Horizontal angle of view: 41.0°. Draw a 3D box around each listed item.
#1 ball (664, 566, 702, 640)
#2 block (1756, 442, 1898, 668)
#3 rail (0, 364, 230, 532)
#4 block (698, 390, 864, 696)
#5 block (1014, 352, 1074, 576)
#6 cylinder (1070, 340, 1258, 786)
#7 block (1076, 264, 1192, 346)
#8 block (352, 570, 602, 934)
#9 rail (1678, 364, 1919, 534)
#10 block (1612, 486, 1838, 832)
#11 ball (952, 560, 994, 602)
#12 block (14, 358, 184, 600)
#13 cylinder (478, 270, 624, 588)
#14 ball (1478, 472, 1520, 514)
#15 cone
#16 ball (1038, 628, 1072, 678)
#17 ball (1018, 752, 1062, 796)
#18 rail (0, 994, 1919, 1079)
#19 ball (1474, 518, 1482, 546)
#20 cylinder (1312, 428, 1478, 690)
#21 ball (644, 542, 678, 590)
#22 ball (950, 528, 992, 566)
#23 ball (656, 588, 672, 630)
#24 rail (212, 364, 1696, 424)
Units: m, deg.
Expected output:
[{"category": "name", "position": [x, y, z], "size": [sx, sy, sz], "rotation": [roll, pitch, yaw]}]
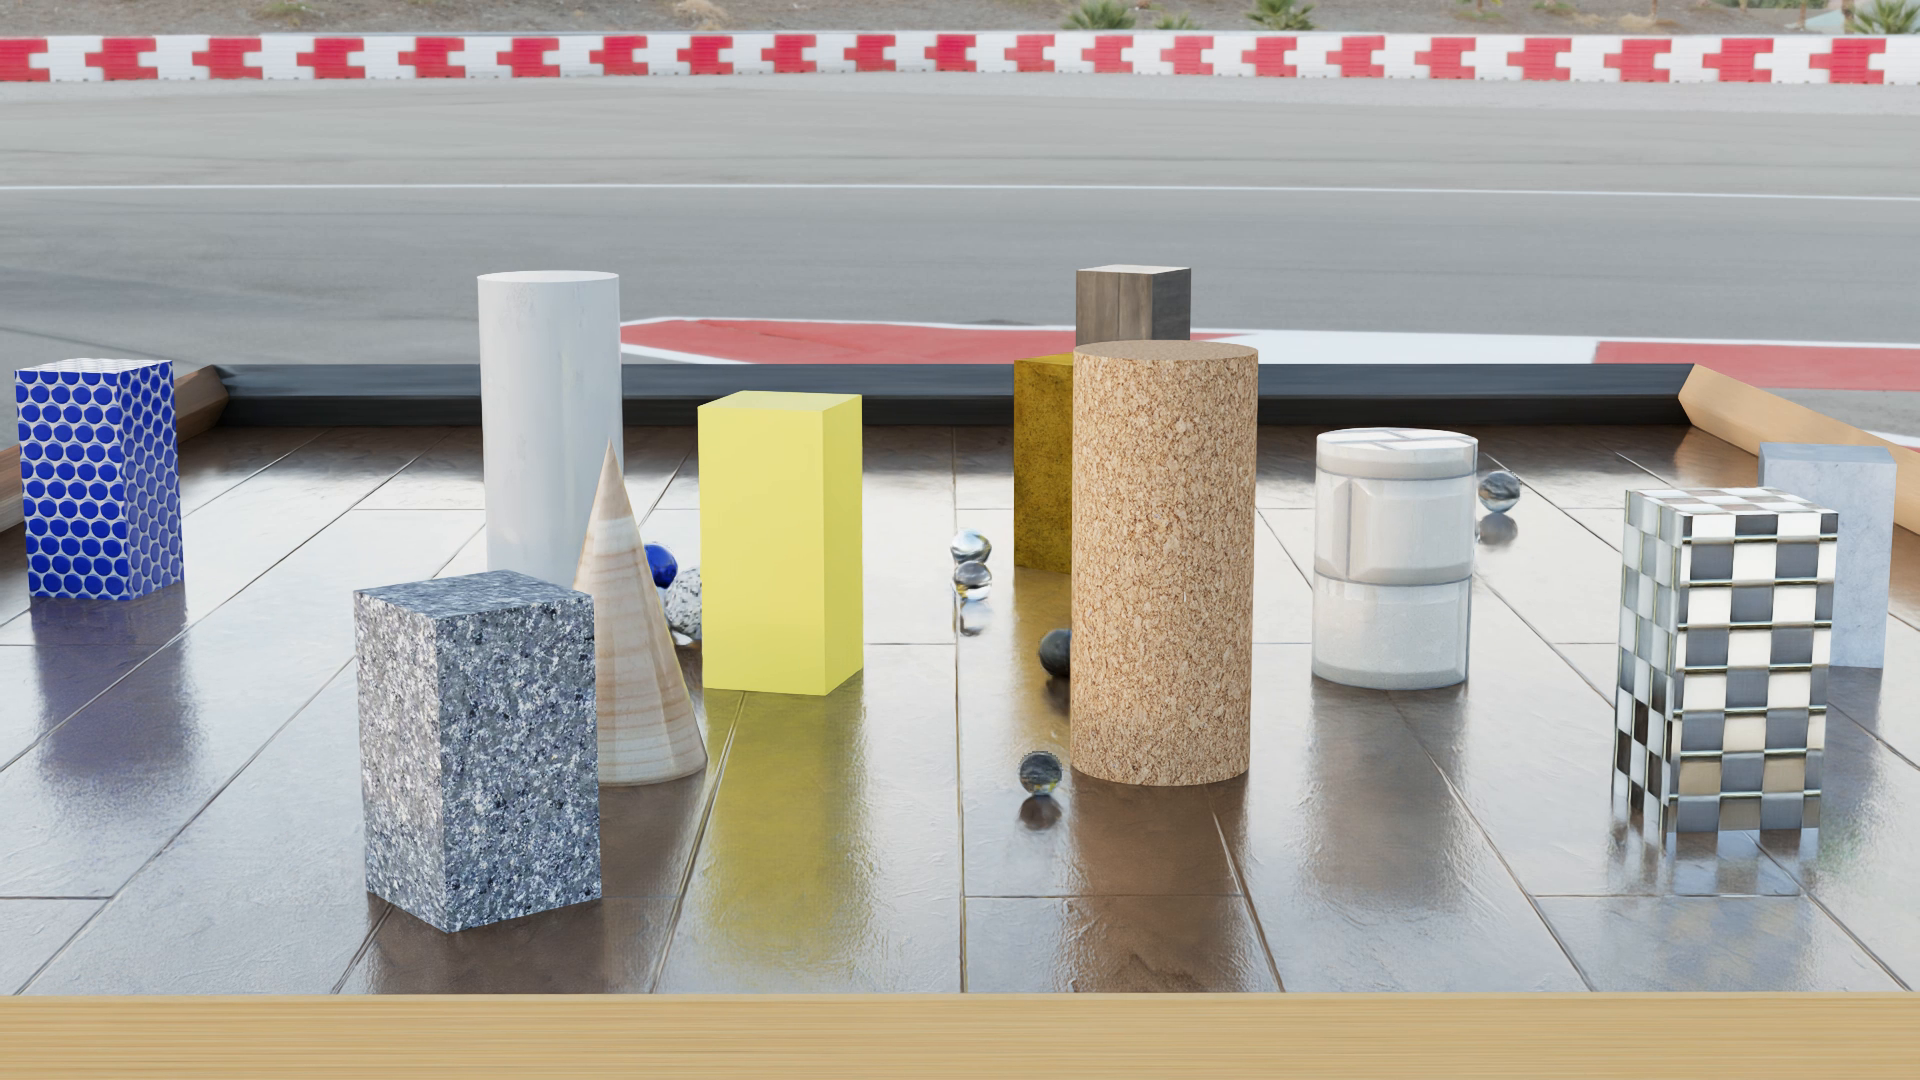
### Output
[{"category": "ball", "position": [-0.329, 0.080, 3.272], "size": [0.095, 0.095, 0.095], "rotation": [0, 11, 0]}, {"category": "block", "position": [1.070, 0.016, 3.191], "size": [0.151, 0.251, 0.151], "rotation": [3, 11, 14]}, {"category": "rail", "position": [-1.480, 0.033, 3.441], "size": [0.045, 0.123, 3.576], "rotation": [0, 11, 0]}, {"category": "block", "position": [-0.210, 0.000, 3.048], "size": [0.151, 0.334, 0.151], "rotation": [3, 11, 15]}, {"category": "block", "position": [0.185, -0.113, 3.739], "size": [0.151, 0.302, 0.151], "rotation": [9, 14, 40]}, {"category": "cylinder", "position": [0.211, 0.019, 2.668], "size": [0.189, 0.436, 0.189], "rotation": [0, 11, 0]}, {"category": "block", "position": [0.309, -0.303, 4.592], "size": [0.151, 0.364, 0.151], "rotation": [6, 12, 31]}, {"category": "block", "position": [-0.423, 0.180, 2.252], "size": [0.151, 0.272, 0.151], "rotation": [-8, 14, -38]}, {"category": "rail", "position": [1.480, 0.030, 3.458], "size": [0.045, 0.123, 3.576], "rotation": [0, 11, 0]}, {"category": "block", "position": [0.744, 0.114, 2.510], "size": [0.151, 0.308, 0.151], "rotation": [-1, 11, -6]}, {"category": "ball", "position": [0.018, 0.056, 3.509], "size": [0.055, 0.055, 0.055], "rotation": [0, 11, 0]}, {"category": "block", "position": [-1.196, -0.087, 3.574], "size": [0.151, 0.313, 0.151], "rotation": [2, 11, 12]}, {"category": "cylinder", "position": [-0.554, -0.138, 3.497], "size": [0.189, 0.442, 0.189], "rotation": [0, 11, 0]}, {"category": "ball", "position": [0.881, -0.078, 4.193], "size": [0.068, 0.068, 0.068], "rotation": [0, 11, 0]}, {"category": "cone", "position": [-0.360, 0.064, 2.672], "size": [0.189, 0.346, 0.189], "rotation": [0, 11, 0]}, {"category": "ball", "position": [0.123, 0.135, 3.075], "size": [0.058, 0.058, 0.058], "rotation": [0, 11, 0]}, {"category": "ball", "position": [0.081, 0.236, 2.579], "size": [0.043, 0.043, 0.043], "rotation": [0, 11, 0]}, {"category": "rail", "position": [0.010, 0.355, 1.715], "size": [3.008, 0.123, 0.045], "rotation": [0, 11, 0]}, {"category": "ball", "position": [0.749, -0.014, 3.854], "size": [0.067, 0.067, 0.067], "rotation": [0, 11, 0]}, {"category": "cylinder", "position": [0.521, 0.019, 3.082], "size": [0.189, 0.284, 0.189], "rotation": [0, 11, 0]}, {"category": "ball", "position": [-0.423, 0.042, 3.506], "size": [0.075, 0.075, 0.075], "rotation": [0, 11, 0]}, {"category": "ball", "position": [0.016, 0.013, 3.728], "size": [0.060, 0.060, 0.060], "rotation": [0, 11, 0]}, {"category": "ball", "position": [-0.390, 0.090, 3.318], "size": [0.058, 0.058, 0.058], "rotation": [0, 11, 0]}, {"category": "rail", "position": [-0.010, -0.292, 5.184], "size": [3.008, 0.123, 0.045], "rotation": [0, 11, 0]}]
